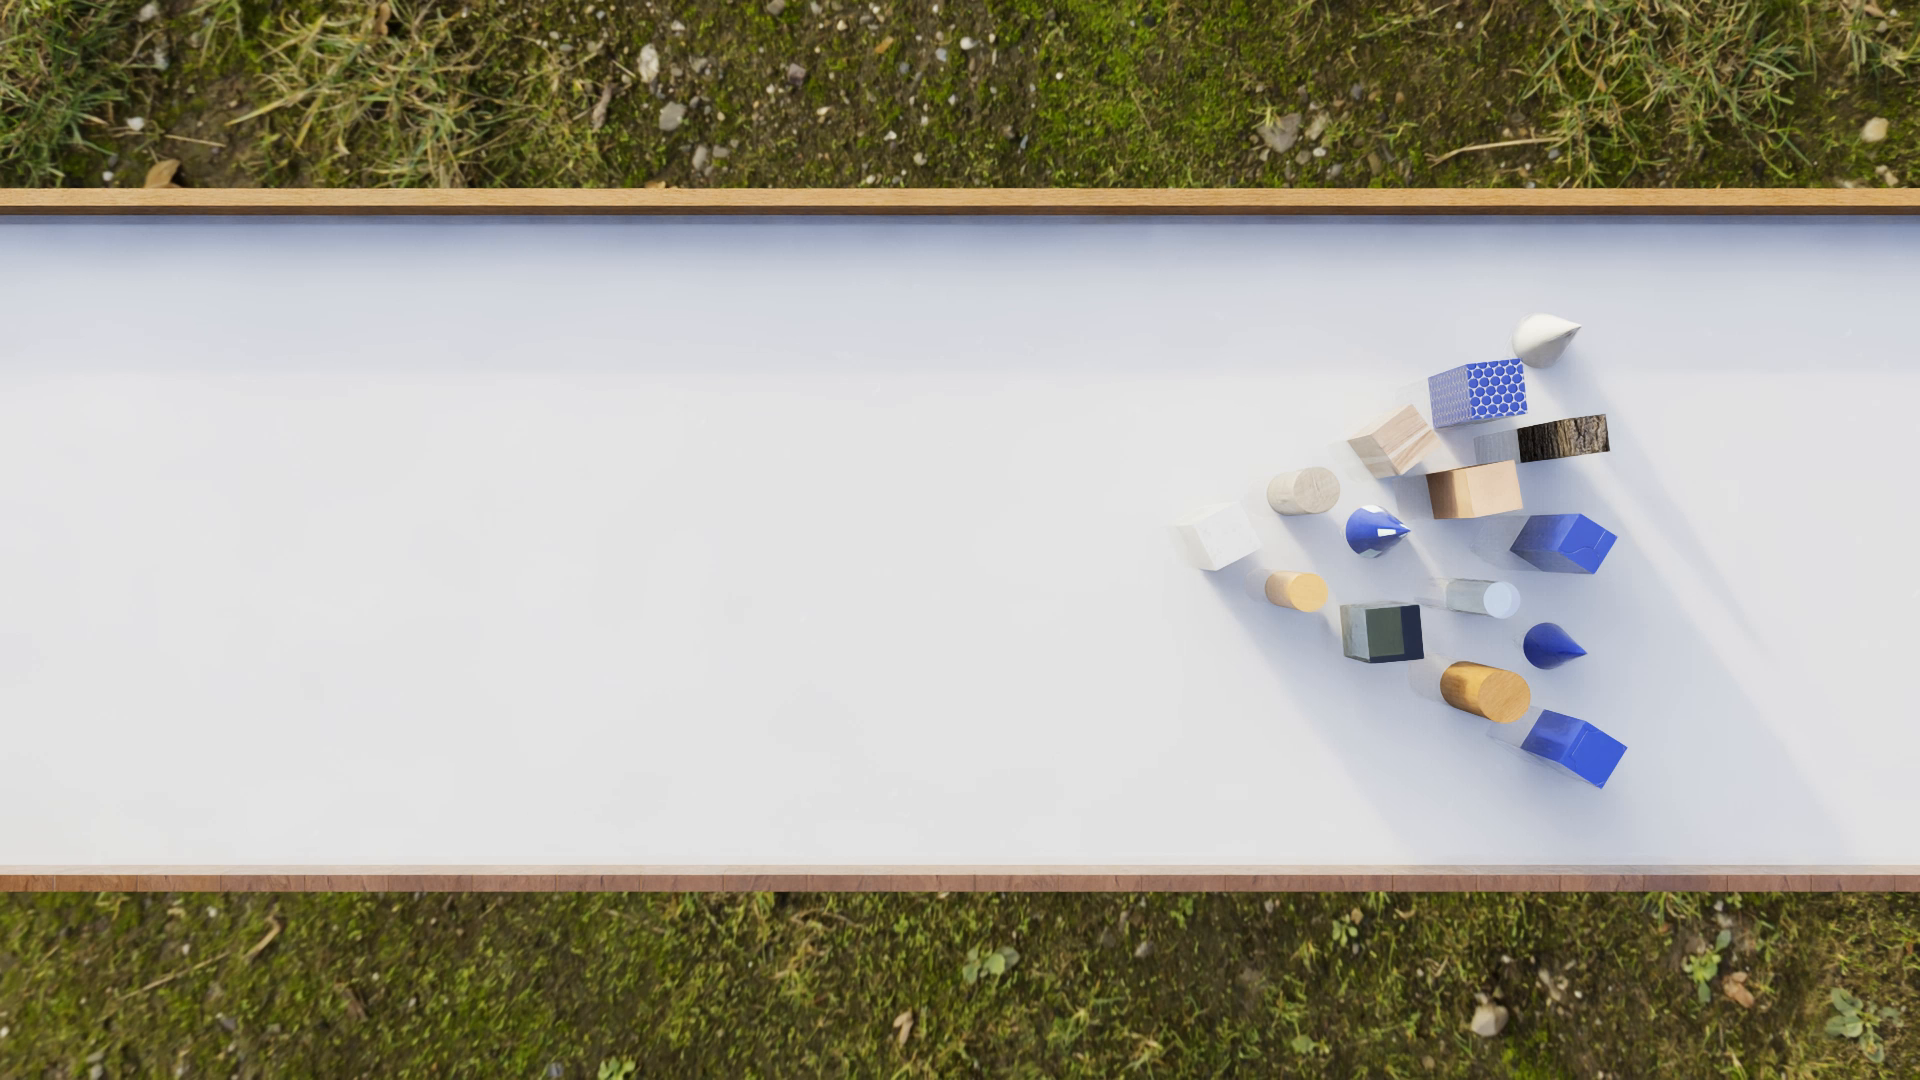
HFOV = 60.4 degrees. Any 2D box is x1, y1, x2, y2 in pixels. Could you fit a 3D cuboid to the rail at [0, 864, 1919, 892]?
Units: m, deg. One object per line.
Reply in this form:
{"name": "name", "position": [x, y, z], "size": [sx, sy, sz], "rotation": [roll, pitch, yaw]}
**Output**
{"name": "rail", "position": [-2.247, 1.025, 5.001], "size": [12.000, 0.150, 0.050], "rotation": [0, 90, 0]}

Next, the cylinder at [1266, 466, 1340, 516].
{"name": "cylinder", "position": [1.010, -0.142, 4.873], "size": [0.133, 0.407, 0.133], "rotation": [0, 90, 0]}

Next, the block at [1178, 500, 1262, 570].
{"name": "block", "position": [0.767, -0.012, 4.898], "size": [0.149, 0.356, 0.149], "rotation": [-27, 90, 0]}

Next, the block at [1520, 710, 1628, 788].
{"name": "block", "position": [1.821, 0.618, 4.907], "size": [0.142, 0.339, 0.142], "rotation": [32, 90, 0]}

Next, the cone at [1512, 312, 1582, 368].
{"name": "cone", "position": [1.783, -0.615, 4.901], "size": [0.172, 0.351, 0.172], "rotation": [0, 90, 0]}

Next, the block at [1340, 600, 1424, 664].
{"name": "block", "position": [1.254, 0.272, 4.917], "size": [0.158, 0.319, 0.158], "rotation": [-5, 90, 0]}

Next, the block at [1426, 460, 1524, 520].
{"name": "block", "position": [1.516, -0.146, 4.878], "size": [0.141, 0.397, 0.141], "rotation": [-11, 90, 0]}

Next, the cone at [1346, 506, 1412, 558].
{"name": "cone", "position": [1.268, -0.026, 4.853], "size": [0.163, 0.447, 0.163], "rotation": [0, 90, 0]}

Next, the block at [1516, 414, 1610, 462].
{"name": "block", "position": [1.773, -0.297, 4.862], "size": [0.106, 0.429, 0.106], "rotation": [-7, 90, 0]}

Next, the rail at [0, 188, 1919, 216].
{"name": "rail", "position": [-2.247, -1.025, 5.002], "size": [12.000, 0.150, 0.050], "rotation": [0, 90, 0]}

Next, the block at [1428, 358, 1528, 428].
{"name": "block", "position": [1.528, -0.430, 4.883], "size": [0.159, 0.387, 0.159], "rotation": [-6, 90, 0]}

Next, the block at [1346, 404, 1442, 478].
{"name": "block", "position": [1.293, -0.292, 4.924], "size": [0.147, 0.304, 0.147], "rotation": [-37, 90, 0]}

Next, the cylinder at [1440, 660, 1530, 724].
{"name": "cylinder", "position": [1.553, 0.447, 4.890], "size": [0.151, 0.372, 0.151], "rotation": [0, 90, 0]}

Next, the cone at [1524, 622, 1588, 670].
{"name": "cone", "position": [1.806, 0.326, 4.909], "size": [0.146, 0.334, 0.146], "rotation": [0, 90, 0]}

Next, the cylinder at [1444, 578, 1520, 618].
{"name": "cylinder", "position": [1.542, 0.170, 4.884], "size": [0.106, 0.384, 0.106], "rotation": [0, 90, 0]}

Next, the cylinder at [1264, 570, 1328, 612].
{"name": "cylinder", "position": [0.994, 0.149, 4.887], "size": [0.111, 0.378, 0.111], "rotation": [0, 90, 0]}

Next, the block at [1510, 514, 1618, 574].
{"name": "block", "position": [1.777, 0.011, 4.874], "size": [0.126, 0.406, 0.126], "rotation": [32, 90, 0]}
